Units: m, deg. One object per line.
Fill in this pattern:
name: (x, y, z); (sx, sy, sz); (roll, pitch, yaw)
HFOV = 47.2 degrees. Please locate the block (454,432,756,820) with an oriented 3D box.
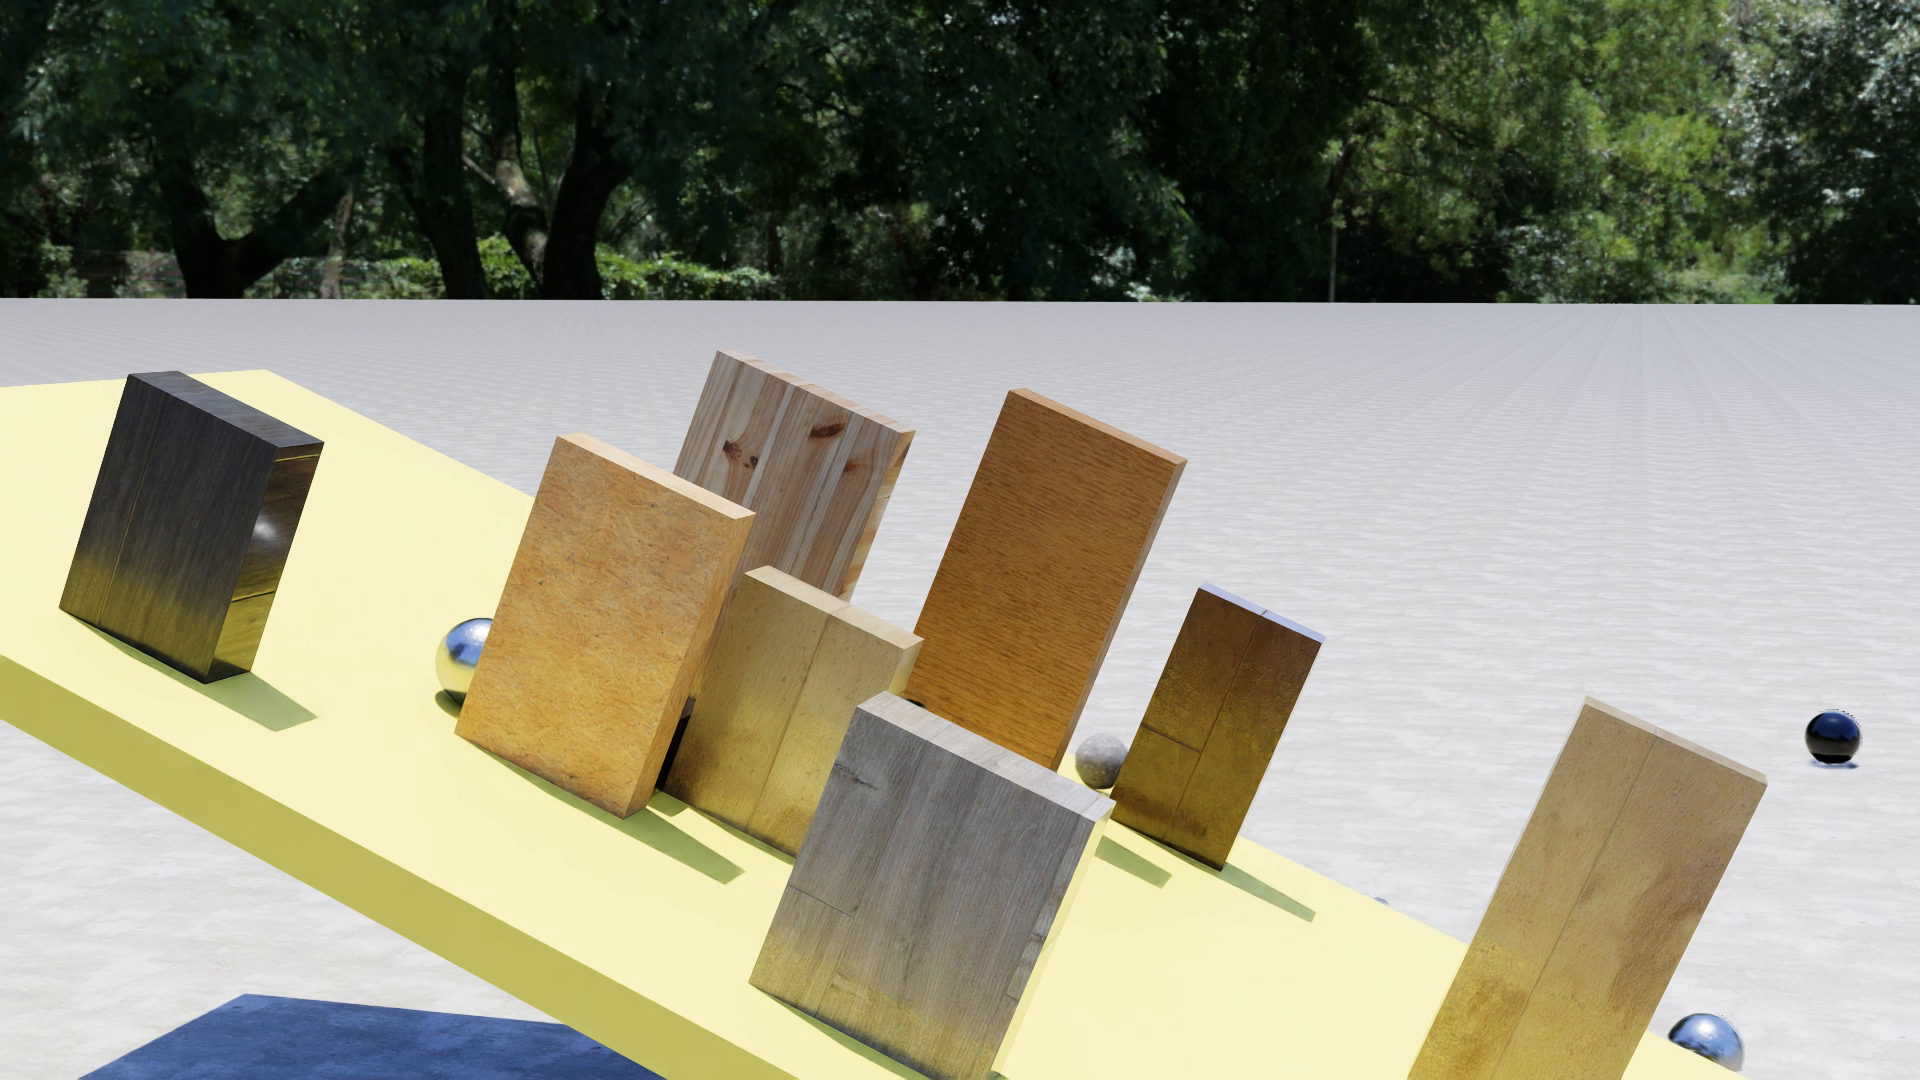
block: (-0.616, 0.146, 3.790); (0.349, 0.568, 0.093); (25, 13, 13)

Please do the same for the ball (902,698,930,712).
ball: (-0.117, 0.401, 4.504); (0.152, 0.152, 0.152); (0, 7, 0)

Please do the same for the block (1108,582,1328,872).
block: (0.541, 0.399, 4.698); (0.283, 0.544, 0.086); (25, 13, 13)

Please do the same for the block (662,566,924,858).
block: (-0.299, 0.314, 3.922); (0.320, 0.434, 0.112); (25, 13, 13)

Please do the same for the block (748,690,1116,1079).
block: (-0.045, 0.535, 3.330); (0.395, 0.477, 0.130); (25, 13, 13)

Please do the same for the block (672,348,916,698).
block: (-0.406, 0.014, 4.416); (0.414, 0.683, 0.094); (25, 13, 13)

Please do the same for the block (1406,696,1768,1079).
block: (1.101, 0.693, 3.895); (0.328, 0.768, 0.084); (25, 13, 13)

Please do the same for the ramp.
ramp: (-0.305, 0.540, 4.194); (4.000, 0.100, 2.000); (25, 13, 13)

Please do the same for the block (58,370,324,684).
block: (-1.293, -0.024, 3.697); (0.306, 0.430, 0.129); (25, 13, 13)

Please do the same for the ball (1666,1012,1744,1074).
ball: (1.694, 1.163, 5.006); (0.170, 0.170, 0.170); (0, 7, 0)

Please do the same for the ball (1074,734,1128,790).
ball: (0.314, 0.489, 4.847); (0.123, 0.123, 0.123); (0, 7, 0)

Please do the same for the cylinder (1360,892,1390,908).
cylinder: (1.074, 1.043, 6.042); (0.160, 0.160, 0.160); (-5, 9, -39)

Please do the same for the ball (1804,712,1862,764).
ball: (3.304, 0.750, 8.328); (0.200, 0.200, 0.200); (0, 7, 0)

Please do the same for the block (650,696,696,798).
block: (-0.575, 0.349, 3.955); (0.156, 0.156, 0.156); (25, 13, 13)

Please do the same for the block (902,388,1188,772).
block: (0.141, 0.126, 4.593); (0.378, 0.797, 0.115); (25, 13, 13)

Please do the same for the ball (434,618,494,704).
ball: (-0.867, 0.222, 3.984); (0.164, 0.164, 0.164); (0, 7, 0)
